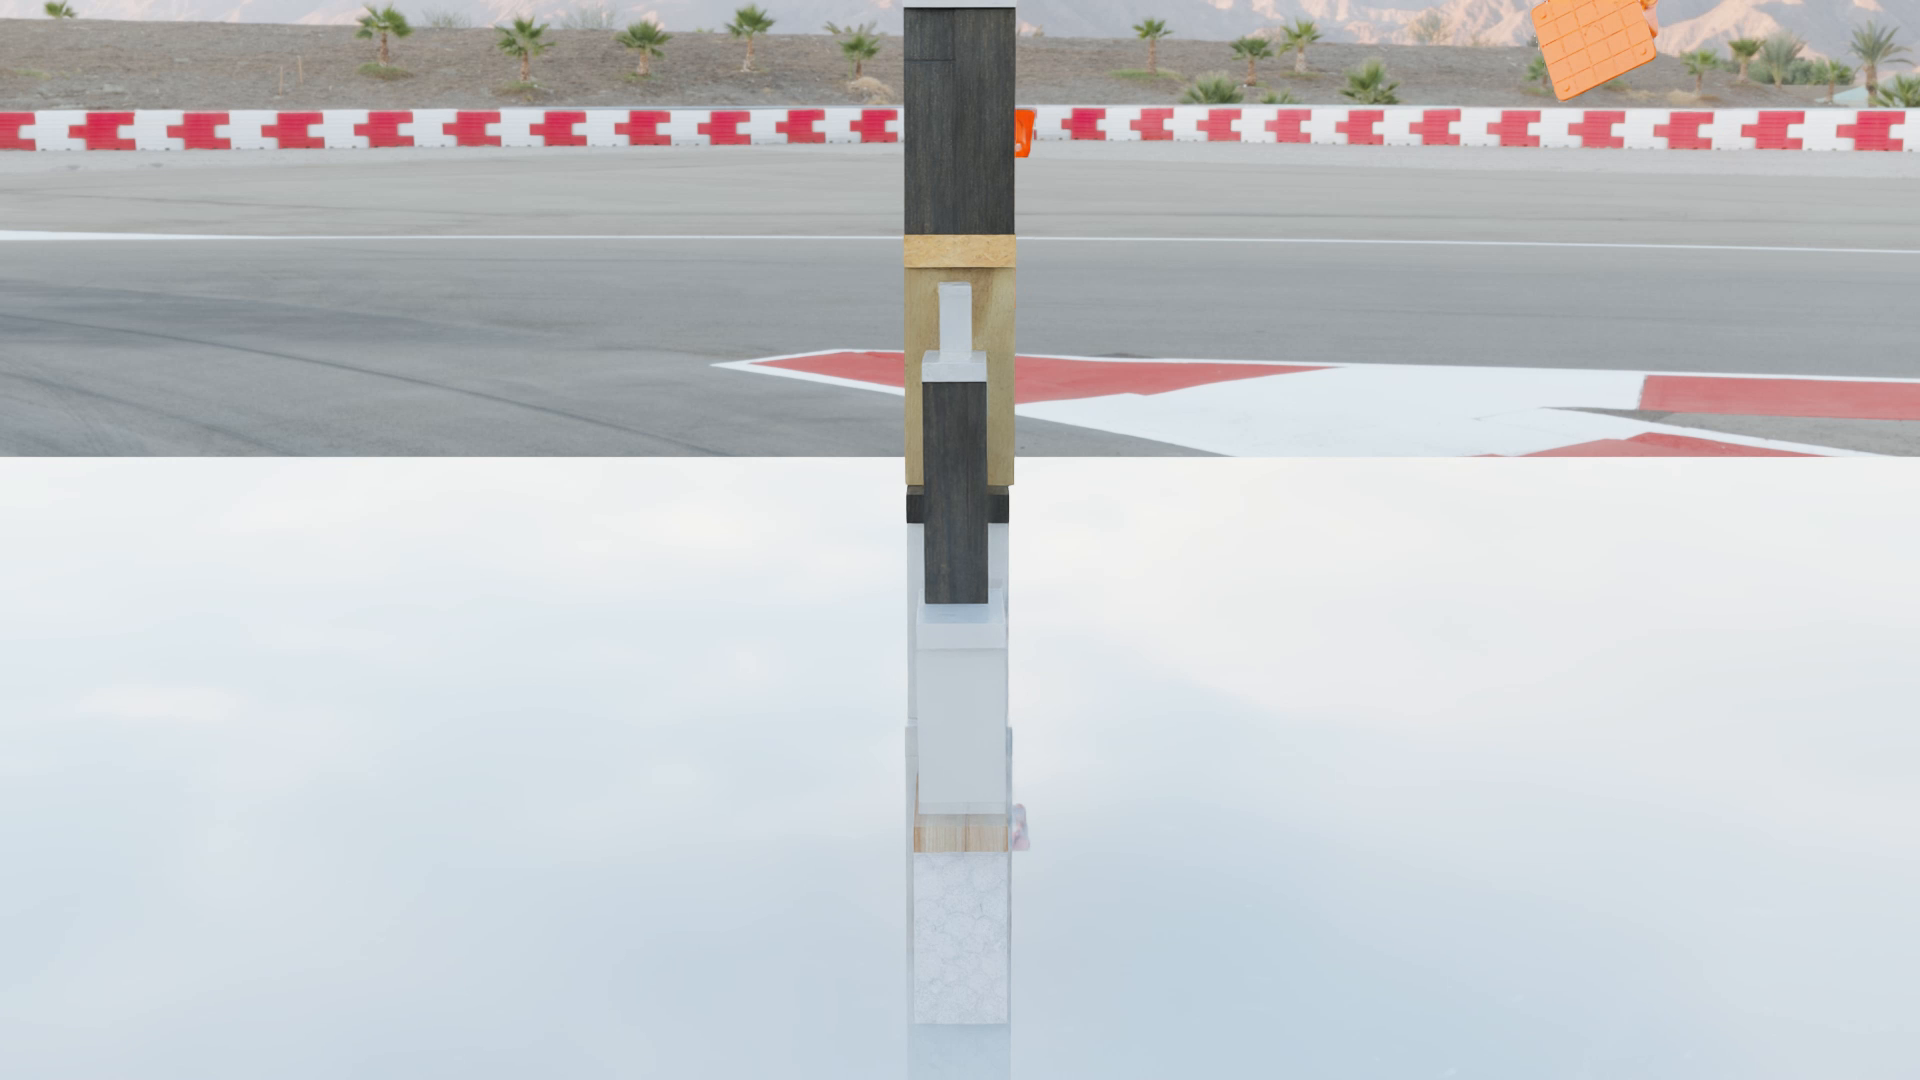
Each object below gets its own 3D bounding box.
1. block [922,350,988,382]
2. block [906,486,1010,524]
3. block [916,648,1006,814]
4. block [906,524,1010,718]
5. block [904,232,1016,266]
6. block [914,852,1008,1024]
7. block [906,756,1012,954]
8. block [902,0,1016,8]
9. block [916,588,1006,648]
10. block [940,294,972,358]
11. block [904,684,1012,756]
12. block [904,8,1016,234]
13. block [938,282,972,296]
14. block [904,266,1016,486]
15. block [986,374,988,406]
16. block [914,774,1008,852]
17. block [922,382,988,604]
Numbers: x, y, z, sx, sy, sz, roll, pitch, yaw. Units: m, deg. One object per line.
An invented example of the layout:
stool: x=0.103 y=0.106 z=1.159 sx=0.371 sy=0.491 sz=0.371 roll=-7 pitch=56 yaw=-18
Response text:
block: x=-0.007 y=-0.253 z=3.185 sx=0.091 sy=0.026 sz=0.183 roll=0 pitch=11 yaw=1
block: x=-0.003 y=-0.074 z=3.413 sx=0.153 sy=0.043 sz=0.307 roll=0 pitch=11 yaw=0
block: x=0.002 y=0.264 z=3.107 sx=0.123 sy=0.246 sz=0.035 roll=0 pitch=10 yaw=0
block: x=-0.003 y=0.117 z=3.344 sx=0.153 sy=0.307 sz=0.043 roll=0 pitch=11 yaw=0
block: x=0.000 y=-0.457 z=3.409 sx=0.166 sy=0.047 sz=0.332 roll=0 pitch=11 yaw=0
block: x=0.001 y=0.557 z=3.129 sx=0.131 sy=0.263 sz=0.037 roll=0 pitch=11 yaw=0
block: x=-0.002 y=0.475 z=3.396 sx=0.162 sy=0.325 sz=0.046 roll=0 pitch=11 yaw=0
block: x=-0.001 y=-0.819 z=3.316 sx=0.163 sy=0.046 sz=0.326 roll=0 pitch=11 yaw=0
block: x=0.001 y=0.111 z=3.163 sx=0.123 sy=0.035 sz=0.246 roll=0 pitch=10 yaw=0
block: x=-0.006 y=-0.309 z=3.167 sx=0.045 sy=0.090 sz=0.013 roll=0 pitch=12 yaw=1
block: x=-0.002 y=0.273 z=3.469 sx=0.162 sy=0.046 sz=0.325 roll=0 pitch=11 yaw=0
block: x=-0.001 y=-0.616 z=3.243 sx=0.163 sy=0.326 sz=0.046 roll=0 pitch=11 yaw=0
block: x=-0.008 y=-0.365 z=3.187 sx=0.045 sy=0.013 sz=0.090 roll=-1 pitch=10 yaw=-2
block: x=0.000 y=-0.251 z=3.335 sx=0.166 sy=0.332 sz=0.047 roll=0 pitch=11 yaw=0
block: x=-0.004 y=-0.161 z=3.264 sx=0.091 sy=0.183 sz=0.026 roll=0 pitch=10 yaw=0
block: x=0.001 y=0.393 z=3.187 sx=0.131 sy=0.037 sz=0.263 roll=0 pitch=10 yaw=0
block: x=-0.006 y=-0.069 z=3.155 sx=0.091 sy=0.323 sz=0.026 roll=0 pitch=10 yaw=0
